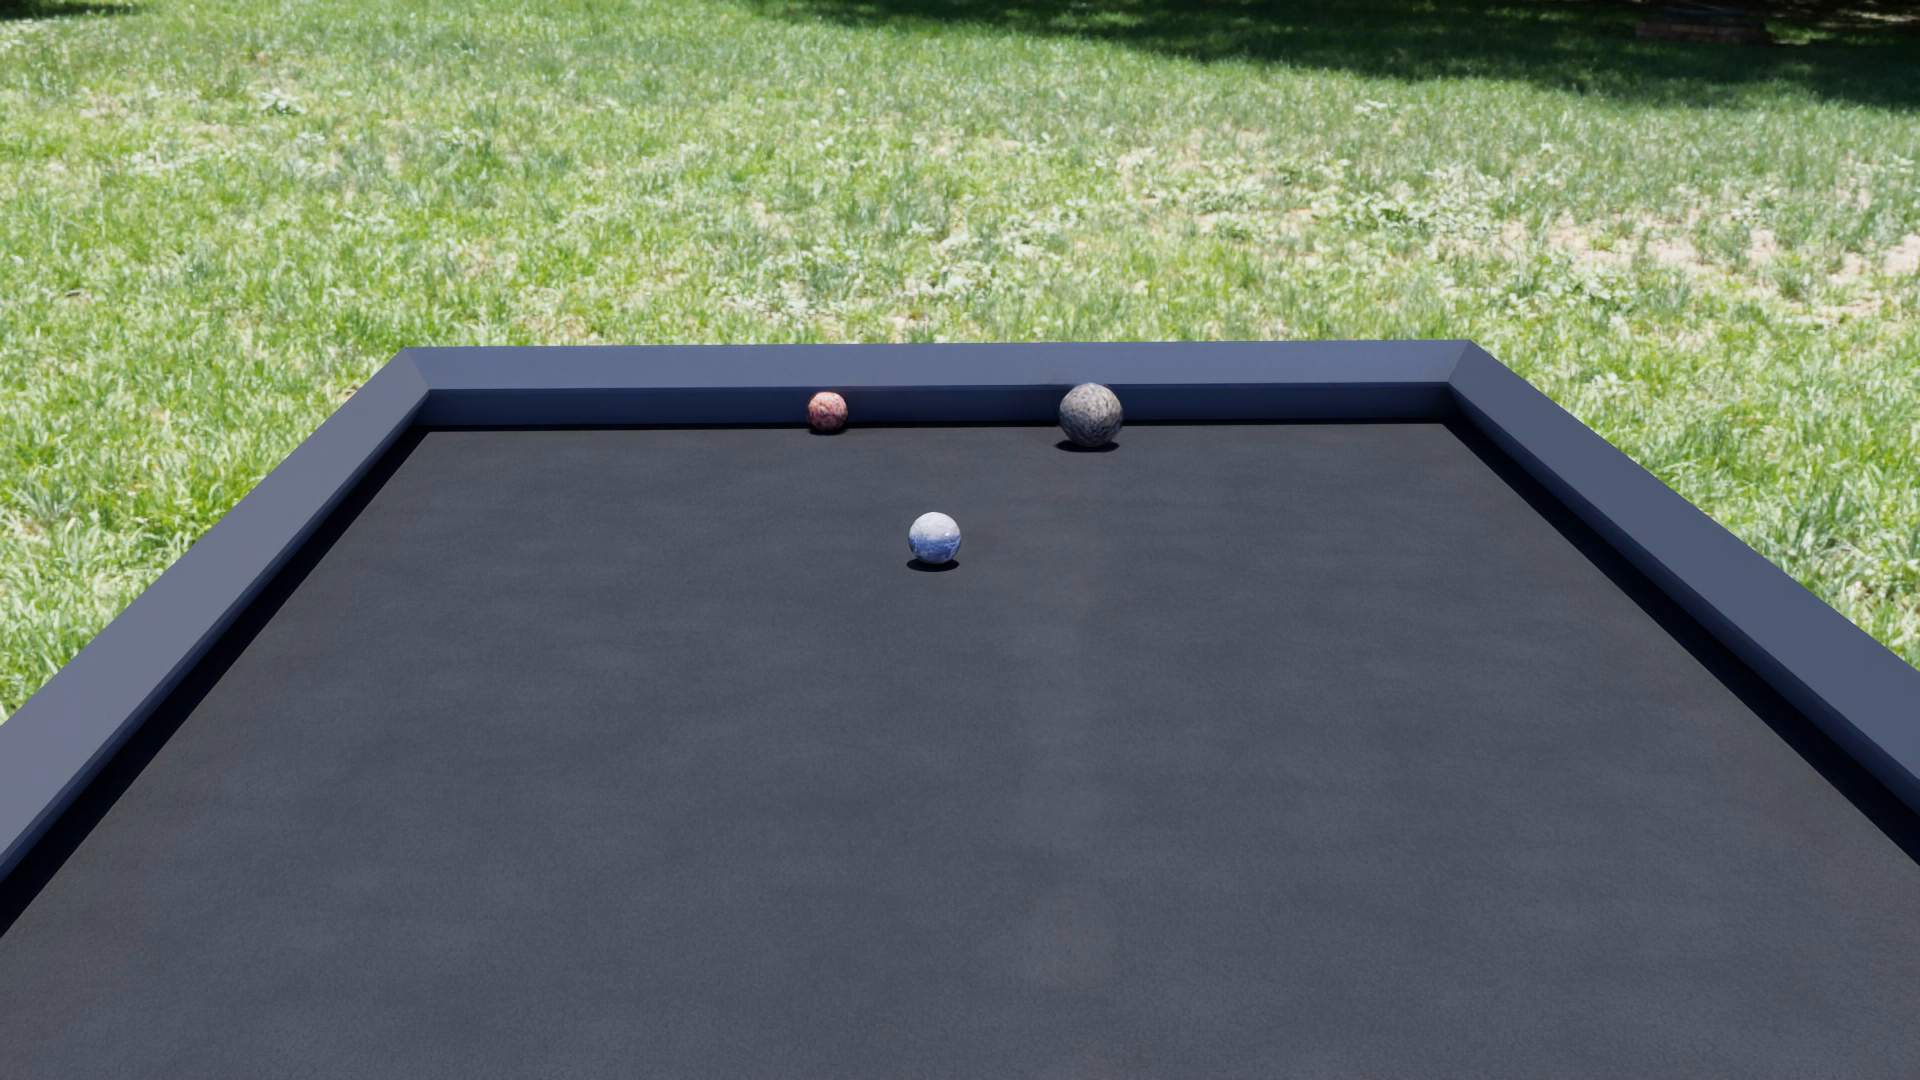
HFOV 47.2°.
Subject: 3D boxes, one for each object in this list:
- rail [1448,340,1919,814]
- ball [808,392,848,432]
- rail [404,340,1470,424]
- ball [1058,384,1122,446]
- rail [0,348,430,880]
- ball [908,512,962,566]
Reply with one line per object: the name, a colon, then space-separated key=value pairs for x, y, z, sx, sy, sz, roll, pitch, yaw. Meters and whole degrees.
rail: x=0.846 y=0.198 z=1.934 sx=0.045 sy=0.124 sz=3.277 roll=-1 pitch=16 yaw=-2
ball: x=-0.206 y=-0.200 z=3.419 sx=0.062 sy=0.062 sz=0.062 roll=0 pitch=16 yaw=0
rail: x=-0.028 y=-0.243 z=3.455 sx=1.681 sy=0.124 sz=0.045 roll=-1 pitch=16 yaw=-2
ball: x=0.197 y=-0.189 z=3.323 sx=0.096 sy=0.096 sz=0.096 roll=0 pitch=16 yaw=0
rail: x=-0.787 y=0.215 z=1.878 sx=0.045 sy=0.124 sz=3.277 roll=-1 pitch=16 yaw=-2
ball: x=-0.031 y=-0.002 z=2.731 sx=0.066 sy=0.066 sz=0.066 roll=0 pitch=16 yaw=0
